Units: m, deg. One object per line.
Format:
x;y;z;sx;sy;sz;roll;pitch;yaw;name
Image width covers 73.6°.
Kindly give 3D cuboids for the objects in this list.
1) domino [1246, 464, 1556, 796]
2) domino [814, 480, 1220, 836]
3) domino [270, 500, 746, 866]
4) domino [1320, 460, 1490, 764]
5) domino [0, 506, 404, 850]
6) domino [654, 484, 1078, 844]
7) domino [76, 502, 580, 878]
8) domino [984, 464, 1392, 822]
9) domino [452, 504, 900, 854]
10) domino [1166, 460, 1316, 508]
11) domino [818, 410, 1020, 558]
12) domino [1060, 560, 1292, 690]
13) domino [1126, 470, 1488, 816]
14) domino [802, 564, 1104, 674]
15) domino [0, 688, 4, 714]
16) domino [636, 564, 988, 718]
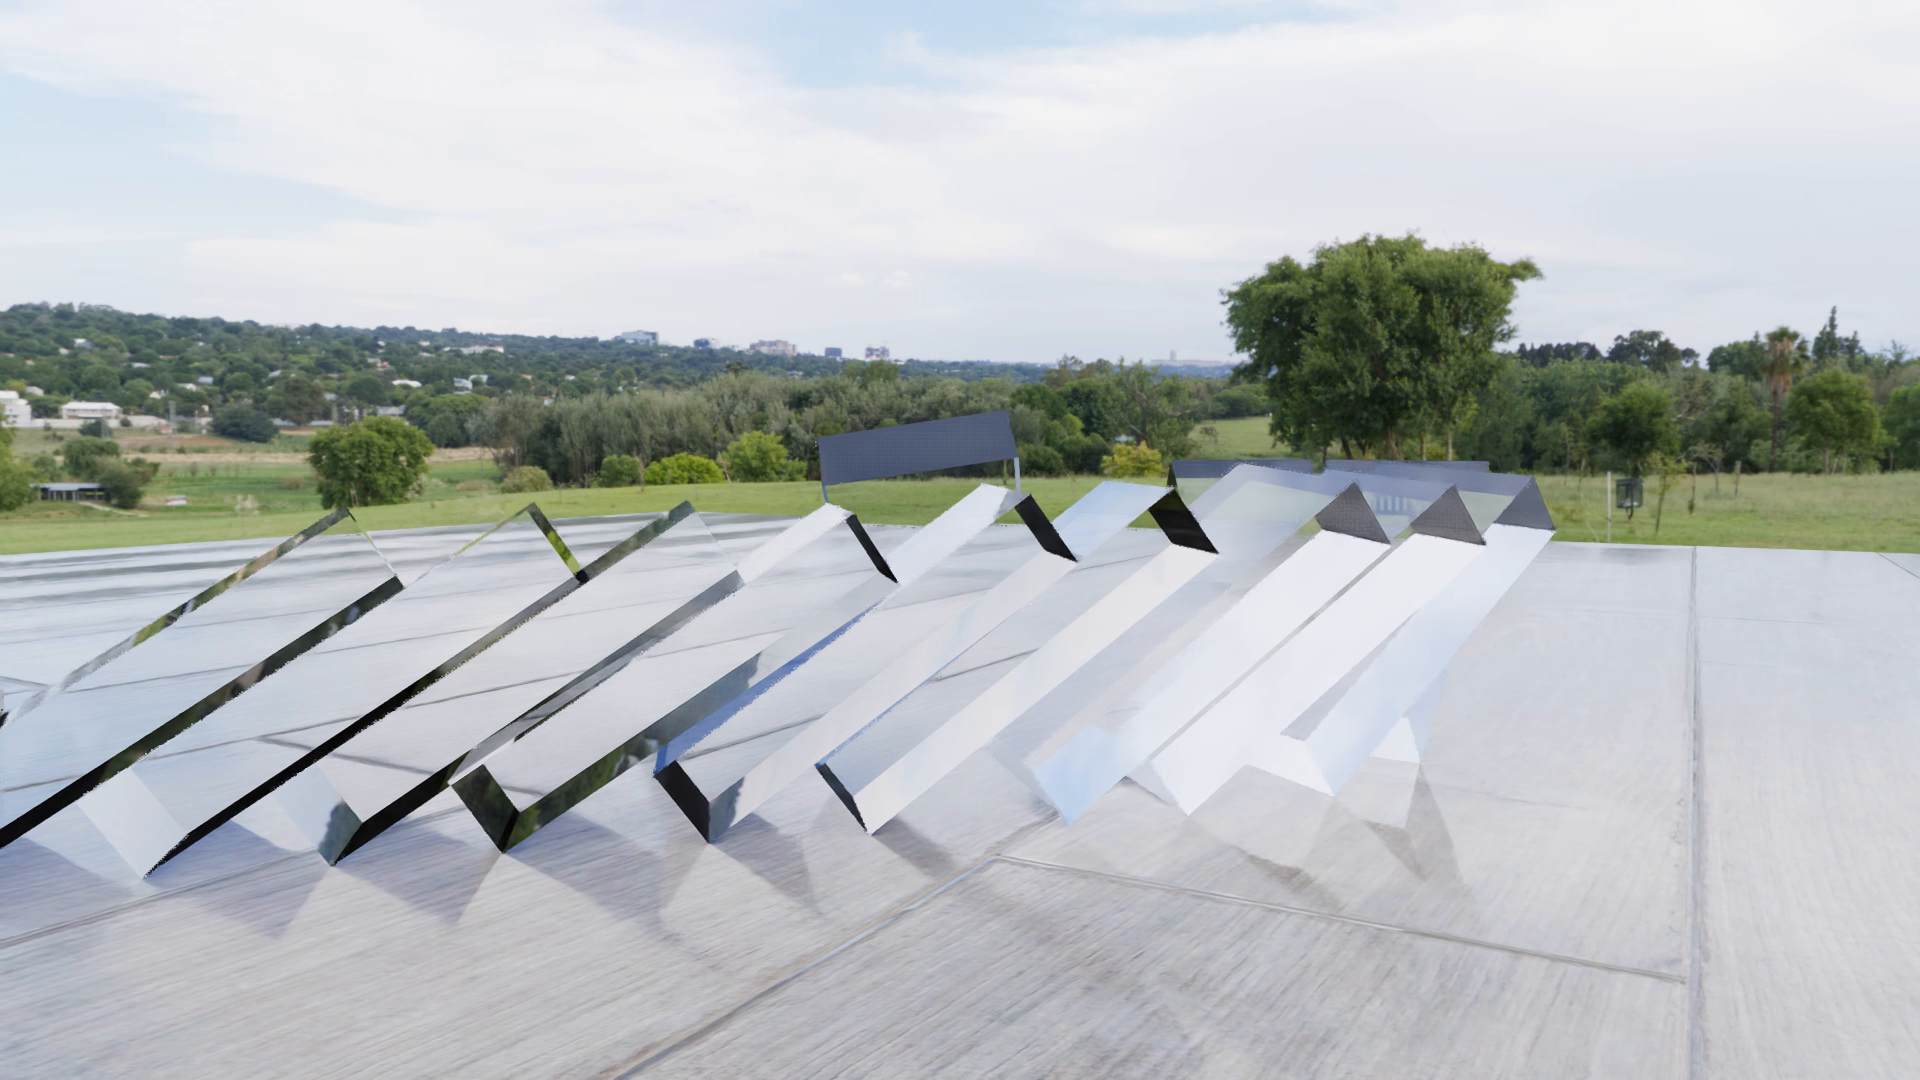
0.054;0.010;0.172;0.050;0.009;0.025;-43;26;-19;domino
0.005;0.012;0.154;0.050;0.009;0.025;-38;11;-6;domino
-0.049;0.014;0.144;0.050;0.009;0.025;-35;12;-9;domino
0.060;0.008;0.190;0.025;0.009;0.050;3;46;36;domino
-0.086;0.015;0.139;0.050;0.009;0.025;-37;19;-20;domino
-0.012;0.013;0.150;0.050;0.010;0.025;-37;11;-6;domino
-0.066;0.014;0.141;0.050;0.009;0.025;-35;13;-12;domino
0.025;0.011;0.156;0.050;0.009;0.025;-39;18;-10;domino
-0.032;0.014;0.148;0.050;0.009;0.025;-34;10;-8;domino
0.051;0.007;0.213;0.025;0.009;0.050;0;45;-3;domino
-0.004;0.005;0.182;0.025;0.050;0.010;-9;46;-2;domino
0.039;0.015;0.243;0.025;0.009;0.050;22;-1;-13;domino
0.038;0.011;0.162;0.050;0.010;0.025;-39;18;-11;domino
-0.001;0.015;0.236;0.050;0.010;0.025;1;-26;17;domino
-0.133;0.027;0.146;0.025;0.009;0.050;-1;5;-19;domino
-0.023;0.016;0.205;0.050;0.009;0.025;-3;-32;-32;domino
